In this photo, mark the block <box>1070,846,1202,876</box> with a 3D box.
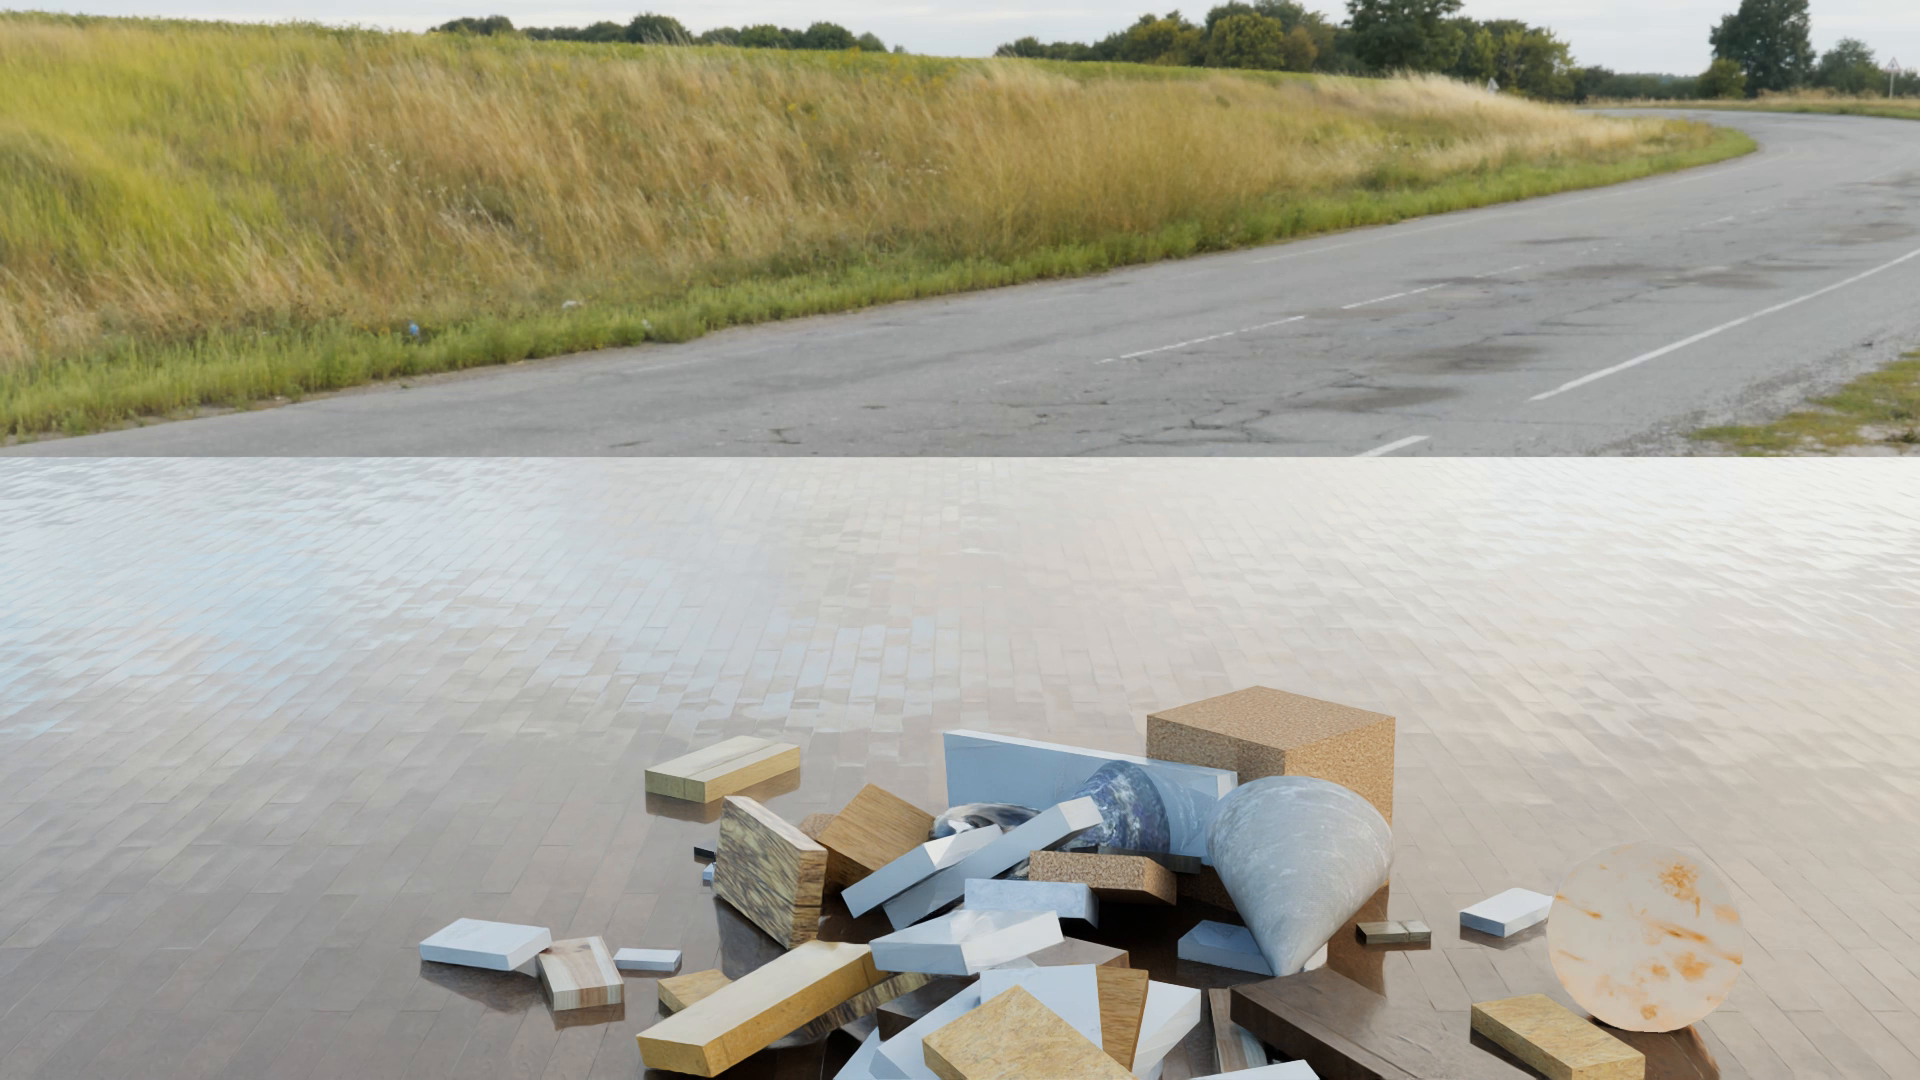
[{"bbox_3d":[0.280,0.513,3.514,0.187,0.027,0.094,10,-13,-23],"label":"block"}]

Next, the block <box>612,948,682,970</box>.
[{"bbox_3d":[-0.478,0.641,3.359,0.096,0.014,0.048,1,11,7],"label":"block"}]

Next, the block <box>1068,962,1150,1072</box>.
[{"bbox_3d":[0.155,0.641,2.670,0.102,0.029,0.321,3,34,13],"label":"block"}]

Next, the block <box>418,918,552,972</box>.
[{"bbox_3d":[-0.726,0.617,3.360,0.187,0.027,0.094,-1,16,33],"label":"block"}]

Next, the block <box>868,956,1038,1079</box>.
[{"bbox_3d":[0.036,0.626,2.726,0.144,0.041,0.288,36,35,25],"label":"block"}]

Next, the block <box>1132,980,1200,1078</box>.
[{"bbox_3d":[0.185,0.657,2.910,0.161,0.046,0.321,5,12,27],"label":"block"}]

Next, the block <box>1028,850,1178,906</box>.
[{"bbox_3d":[0.227,0.528,3.422,0.175,0.049,0.349,1,-13,14],"label":"block"}]

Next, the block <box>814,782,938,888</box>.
[{"bbox_3d":[-0.136,0.518,3.748,0.165,0.047,0.330,27,15,7],"label":"block"}]

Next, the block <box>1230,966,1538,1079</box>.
[{"bbox_3d":[0.578,0.682,2.863,0.165,0.047,0.552,-6,12,-27],"label":"block"}]

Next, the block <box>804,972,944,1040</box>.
[{"bbox_3d":[-0.112,0.630,3.057,0.204,0.029,0.102,-29,-6,17],"label":"block"}]

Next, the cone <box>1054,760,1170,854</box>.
[{"bbox_3d":[0.190,0.488,3.616,0.220,0.220,0.220,-7,13,-35],"label":"cone"}]

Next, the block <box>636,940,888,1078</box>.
[{"bbox_3d":[-0.270,0.640,3.025,0.318,0.045,0.159,-22,10,-41],"label":"block"}]

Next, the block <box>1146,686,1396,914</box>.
[{"bbox_3d":[0.519,0.437,3.692,0.292,0.292,0.292,-10,14,-42],"label":"block"}]

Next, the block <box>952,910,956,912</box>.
[{"bbox_3d":[0.061,0.584,3.271,0.140,0.040,0.280,4,-13,3],"label":"block"}]

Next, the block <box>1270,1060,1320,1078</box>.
[{"bbox_3d":[0.441,0.720,2.869,0.063,0.018,0.127,17,11,-1],"label":"block"}]

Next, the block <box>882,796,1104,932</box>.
[{"bbox_3d":[0.053,0.505,3.430,0.330,0.047,0.165,-32,-13,17],"label":"block"}]

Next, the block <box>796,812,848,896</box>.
[{"bbox_3d":[-0.227,0.542,3.812,0.148,0.042,0.297,2,11,11],"label":"block"}]

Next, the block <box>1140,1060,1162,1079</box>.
[{"bbox_3d":[0.133,0.719,2.837,0.175,0.049,0.349,4,11,19],"label":"block"}]

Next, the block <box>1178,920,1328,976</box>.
[{"bbox_3d":[0.449,0.630,3.376,0.204,0.029,0.102,6,12,28],"label":"block"}]

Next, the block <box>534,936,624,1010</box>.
[{"bbox_3d":[-0.571,0.646,3.288,0.102,0.029,0.204,-3,11,-18],"label":"block"}]

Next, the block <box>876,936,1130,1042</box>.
[{"bbox_3d":[0.062,0.607,2.931,0.161,0.046,0.321,4,14,45],"label":"block"}]

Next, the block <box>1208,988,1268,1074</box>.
[{"bbox_3d":[0.385,0.702,3.017,0.063,0.018,0.405,1,11,3],"label":"block"}]

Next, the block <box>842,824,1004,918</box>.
[{"bbox_3d":[-0.050,0.523,3.492,0.159,0.045,0.318,-33,-13,18],"label":"block"}]

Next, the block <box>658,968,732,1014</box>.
[{"bbox_3d":[-0.357,0.669,3.169,0.094,0.027,0.187,-6,12,-28],"label":"block"}]

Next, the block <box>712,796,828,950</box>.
[{"bbox_3d":[-0.309,0.531,3.536,0.045,0.159,0.318,4,7,-29],"label":"block"}]

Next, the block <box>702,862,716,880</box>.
[{"bbox_3d":[-0.385,0.568,3.752,0.096,0.014,0.048,2,11,12],"label":"block"}]

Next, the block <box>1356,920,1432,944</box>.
[{"bbox_3d":[0.684,0.619,3.473,0.105,0.015,0.053,-2,11,-8],"label":"block"}]

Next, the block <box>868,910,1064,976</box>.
[{"bbox_3d":[0.004,0.536,2.938,0.144,0.041,0.288,-14,-2,-28],"label":"block"}]

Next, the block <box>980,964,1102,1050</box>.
[{"bbox_3d":[0.100,0.628,2.633,0.144,0.041,0.288,-4,33,2],"label":"block"}]

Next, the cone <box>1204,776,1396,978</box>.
[{"bbox_3d":[0.495,0.562,3.297,0.294,0.294,0.294,3,37,13],"label":"cone"}]

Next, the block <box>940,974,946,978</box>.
[{"bbox_3d":[-0.005,0.653,3.083,0.140,0.040,0.280,2,20,15],"label":"block"}]

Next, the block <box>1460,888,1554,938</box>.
[{"bbox_3d":[0.888,0.600,3.551,0.163,0.023,0.081,-10,15,-43],"label":"block"}]

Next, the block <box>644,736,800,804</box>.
[{"bbox_3d":[-0.464,0.448,4.319,0.149,0.042,0.297,7,12,32],"label":"block"}]

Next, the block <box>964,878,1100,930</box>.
[{"bbox_3d":[0.114,0.556,3.349,0.175,0.049,0.349,1,-13,7],"label":"block"}]

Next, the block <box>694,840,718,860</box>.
[{"bbox_3d":[-0.415,0.548,3.859,0.096,0.014,0.048,8,13,35],"label":"block"}]

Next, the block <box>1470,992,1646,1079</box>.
[{"bbox_3d":[0.822,0.691,3.035,0.117,0.033,0.234,-4,11,-21],"label":"block"}]

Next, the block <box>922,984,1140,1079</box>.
[{"bbox_3d":[0.260,0.718,2.335,0.144,0.041,0.828,-24,33,-29],"label":"block"}]

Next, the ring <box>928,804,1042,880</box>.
[{"bbox_3d":[0.077,0.521,3.749,0.266,0.089,0.266,7,11,-1],"label":"ring"}]

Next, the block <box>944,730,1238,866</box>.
[{"bbox_3d":[0.210,0.438,3.808,0.042,0.148,0.766,-7,5,-35],"label":"block"}]

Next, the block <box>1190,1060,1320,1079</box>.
[{"bbox_3d":[0.318,0.723,2.665,0.321,0.046,0.161,-3,29,-25],"label":"block"}]

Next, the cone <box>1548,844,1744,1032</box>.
[{"bbox_3d":[1.020,0.605,3.260,0.269,0.269,0.269,4,-15,21],"label":"cone"}]

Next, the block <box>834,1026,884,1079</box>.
[{"bbox_3d":[-0.071,0.695,2.861,0.140,0.040,0.280,5,22,23],"label":"block"}]
